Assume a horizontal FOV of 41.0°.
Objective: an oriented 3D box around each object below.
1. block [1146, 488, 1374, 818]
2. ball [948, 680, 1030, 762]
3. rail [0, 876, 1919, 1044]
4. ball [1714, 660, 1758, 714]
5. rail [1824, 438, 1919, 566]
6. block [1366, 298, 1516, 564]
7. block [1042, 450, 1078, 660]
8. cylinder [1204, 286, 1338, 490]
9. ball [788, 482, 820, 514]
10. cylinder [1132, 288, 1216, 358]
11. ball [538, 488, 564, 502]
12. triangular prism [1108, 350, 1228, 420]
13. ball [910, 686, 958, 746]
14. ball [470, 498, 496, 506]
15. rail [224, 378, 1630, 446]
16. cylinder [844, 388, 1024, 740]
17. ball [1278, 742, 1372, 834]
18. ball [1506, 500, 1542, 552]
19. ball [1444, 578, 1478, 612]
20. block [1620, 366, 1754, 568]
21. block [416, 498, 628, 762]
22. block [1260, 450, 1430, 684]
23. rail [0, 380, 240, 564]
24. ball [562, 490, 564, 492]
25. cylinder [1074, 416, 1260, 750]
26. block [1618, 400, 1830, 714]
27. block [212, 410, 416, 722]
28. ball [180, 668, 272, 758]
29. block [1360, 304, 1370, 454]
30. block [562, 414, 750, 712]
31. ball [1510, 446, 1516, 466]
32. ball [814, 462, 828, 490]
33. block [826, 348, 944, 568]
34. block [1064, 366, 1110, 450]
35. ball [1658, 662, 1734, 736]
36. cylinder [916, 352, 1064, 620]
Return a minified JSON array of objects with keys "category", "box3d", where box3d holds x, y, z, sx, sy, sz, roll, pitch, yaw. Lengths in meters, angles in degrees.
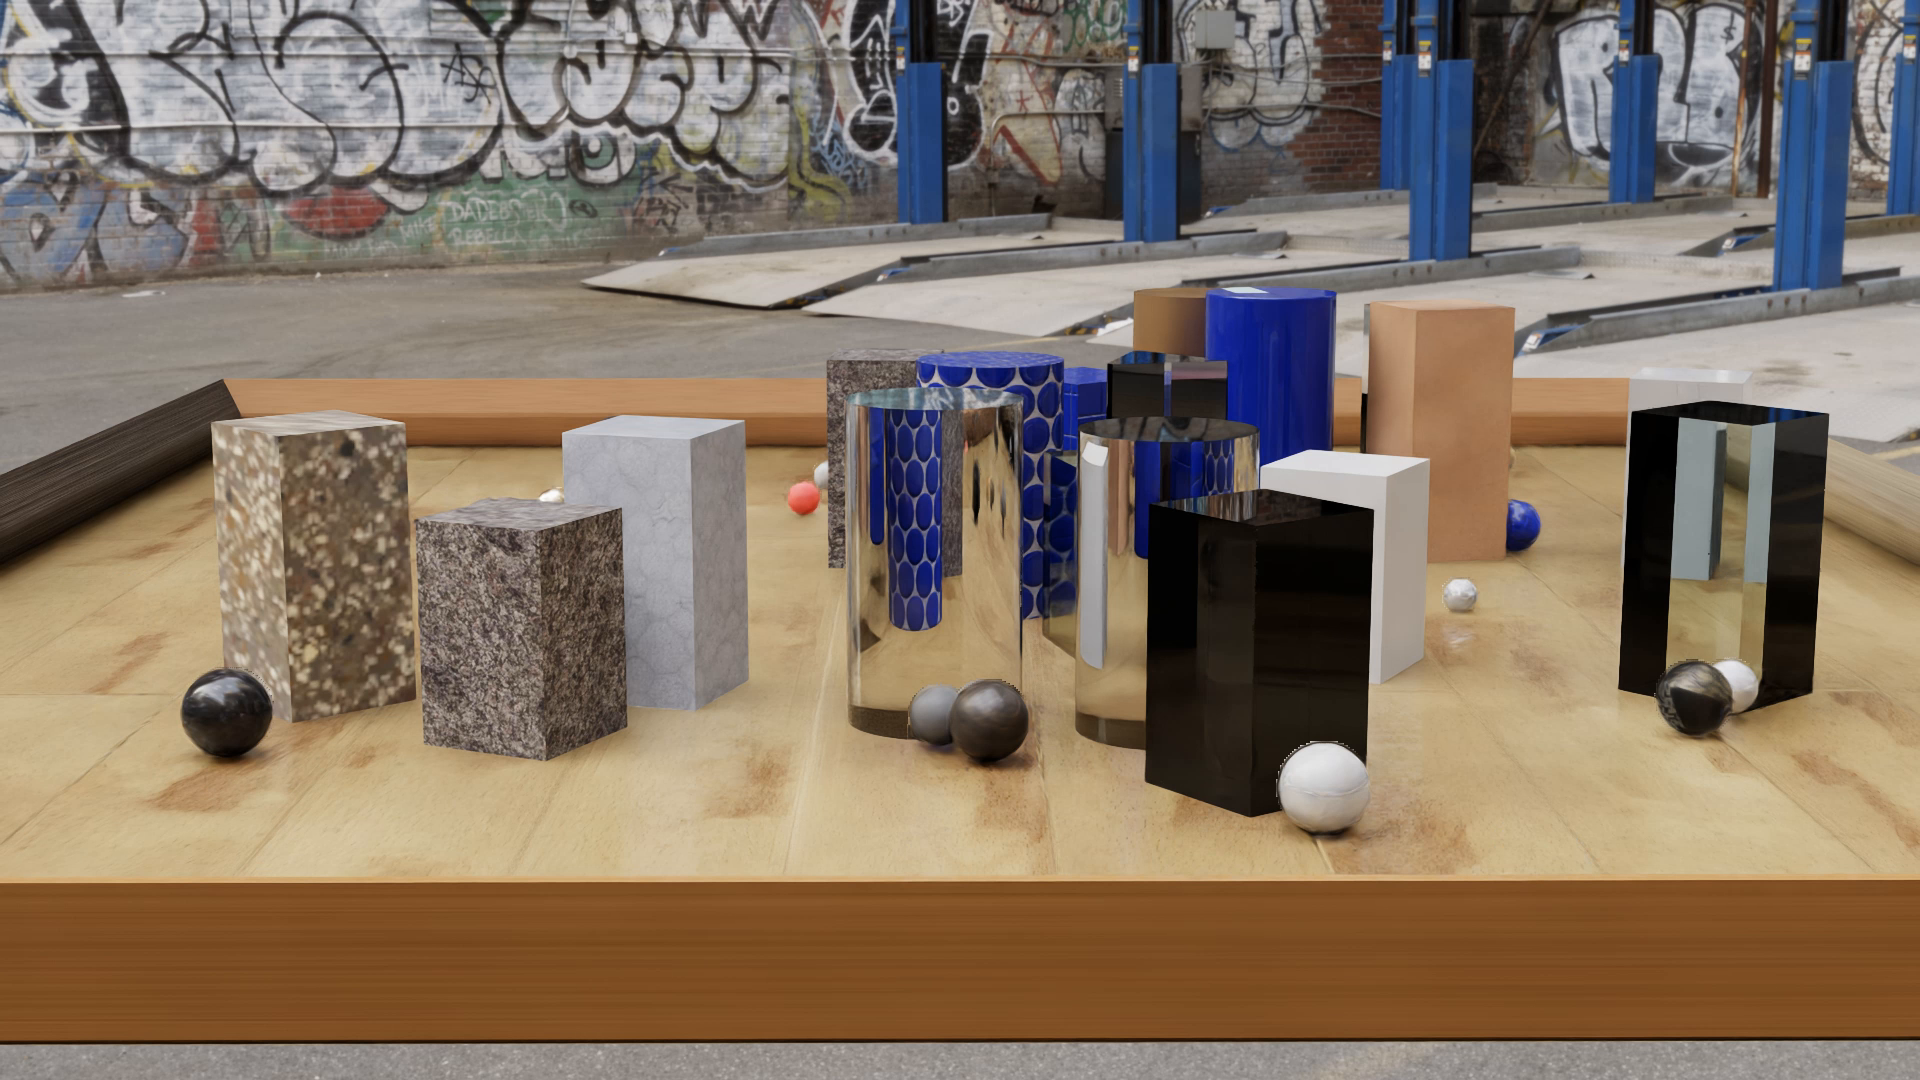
[{"category":"block","box3d":[0.302,0.109,2.599,0.159,0.291,0.159,-8,13,-36]},{"category":"ball","box3d":[0.031,0.192,2.713,0.085,0.085,0.085,0,10,0]},{"category":"rail","box3d":[0.009,0.311,1.947,2.833,0.129,0.045,0,10,0]},{"category":"ball","box3d":[0.864,0.165,2.880,0.061,0.061,0.061,0,10,0]},{"category":"rail","box3d":[1.393,0.032,3.457,0.045,0.129,3.101,0,10,0]},{"category":"block","box3d":[0.718,-0.167,3.857,0.159,0.375,0.159,-3,11,-16]},{"category":"block","box3d":[0.204,0.015,3.243,0.159,0.241,0.159,-3,11,-15]},{"category":"cylinder","box3d":[0.473,-0.186,3.933,0.198,0.386,0.198,0,10,0]},{"category":"ball","box3d":[-0.257,-0.068,4.211,0.053,0.053,0.053,0,10,0]},{"category":"cylinder","box3d":[0.387,-0.236,4.287,0.198,0.355,0.198,0,10,0]},{"category":"ball","box3d":[-0.657,-0.056,4.143,0.054,0.054,0.054,0,10,0]},{"category":"triangular prism","box3d":[0.270,-0.098,3.628,0.172,0.324,0.149,-3,11,-13]},{"category":"ball","box3d":[-0.022,0.189,2.766,0.063,0.063,0.063,0,10,0]},{"category":"ball","box3d":[-0.705,-0.018,3.842,0.089,0.089,0.089,0,10,0]},{"category":"rail","box3d":[-0.009,-0.245,4.950,2.833,0.129,0.045,0,10,0]},{"category":"cylinder","box3d":[-0.029,0.022,2.867,0.198,0.364,0.198,0,10,0]},{"category":"ball","box3d":[0.349,0.238,2.458,0.088,0.088,0.088,0,10,0]},{"category":"ball","box3d":[0.841,-0.022,3.884,0.077,0.077,0.077,0,10,0]},{"category":"ball","box3d":[0.675,0.075,3.459,0.046,0.046,0.046,0,10,0]},{"category":"block","box3d":[1.075,-0.105,3.790,0.159,0.279,0.159,4,11,22]},{"category":"block","box3d":[-0.477,0.093,2.802,0.159,0.248,0.159,5,12,25]},{"category":"block","box3d":[0.470,0.029,3.142,0.159,0.251,0.159,6,12,28]},{"category":"rail","box3d":[-1.393,0.035,3.441,0.045,0.129,3.101,0,10,0]},{"category":"ball","box3d":[-0.631,-0.071,4.232,0.051,0.051,0.051,0,10,0]},{"category":"cylinder","box3d":[0.227,0.044,2.827,0.198,0.336,0.198,0,10,0]},{"category":"block","box3d":[0.890,0.016,2.994,0.159,0.331,0.159,-9,14,-40]},{"category":"block","box3d":[-0.744,0.025,2.959,0.159,0.325,0.159,-9,14,-42]},{"category":"ball","box3d":[-0.781,0.184,2.734,0.094,0.094,0.094,0,10,0]},{"category":"block","box3d":[0.766,-0.211,4.191,0.159,0.341,0.159,-4,11,-22]},{"category":"block","box3d":[-0.353,0.023,3.001,0.159,0.314,0.159,3,11,18]},{"category":"ball","box3d":[0.976,-0.152,4.648,0.058,0.058,0.058,0,10,0]},{"category":"ball","box3d":[-0.229,-0.110,4.448,0.050,0.050,0.050,0,10,0]},{"category":"block","box3d":[-0.109,-0.123,3.810,0.159,0.307,0.159,1,11,4]},{"category":"block","box3d":[0.178,-0.111,3.842,0.159,0.272,0.159,-9,14,-40]},{"category":"ball","box3d":[0.809,0.174,2.823,0.081,0.081,0.081,0,10,0]},{"category":"cylinder","box3d":[0.041,-0.076,3.472,0.198,0.338,0.198,0,10,0]}]
